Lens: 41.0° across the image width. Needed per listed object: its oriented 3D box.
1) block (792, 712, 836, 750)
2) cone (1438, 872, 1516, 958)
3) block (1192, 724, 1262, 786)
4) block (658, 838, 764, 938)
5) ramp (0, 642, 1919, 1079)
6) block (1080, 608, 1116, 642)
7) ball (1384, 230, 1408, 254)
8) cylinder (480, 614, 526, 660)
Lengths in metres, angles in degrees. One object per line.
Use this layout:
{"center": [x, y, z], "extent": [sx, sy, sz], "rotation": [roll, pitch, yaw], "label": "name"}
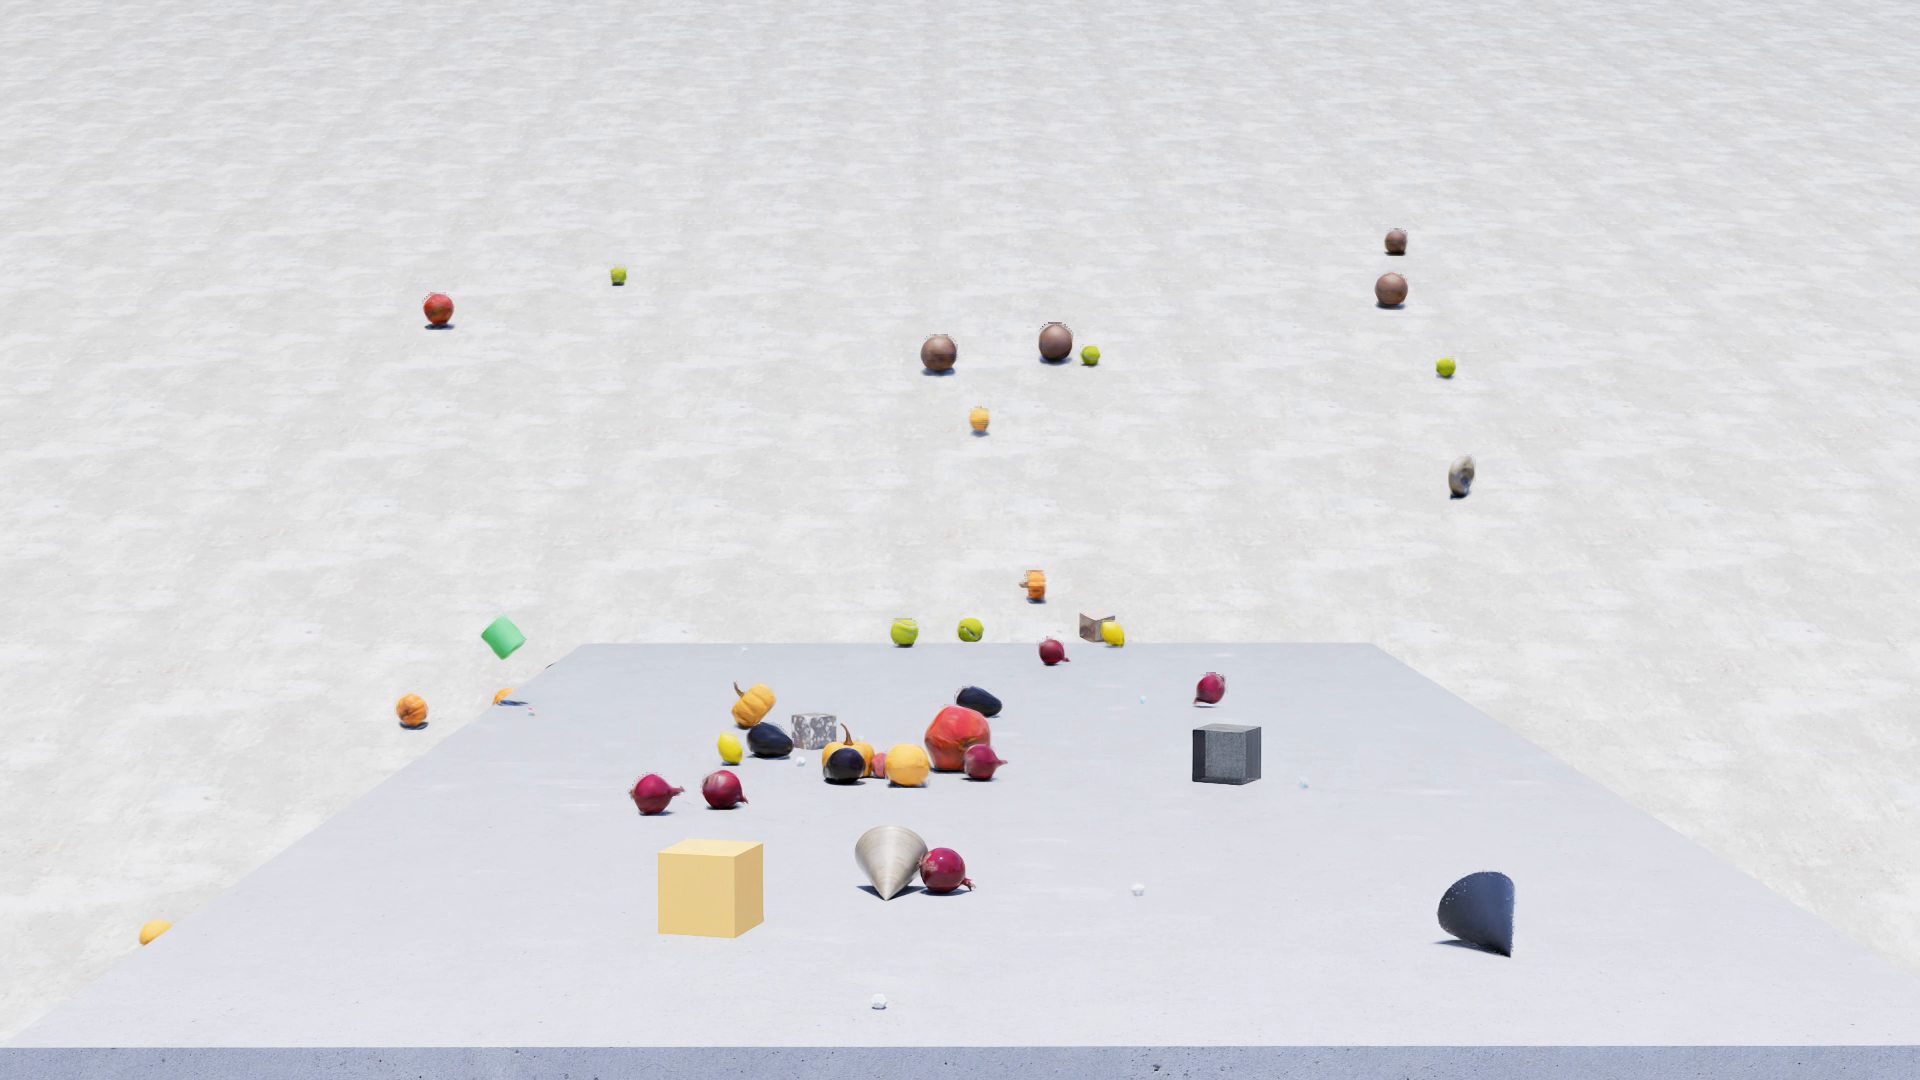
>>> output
{"center": [-0.264, 0.345, 4.636], "extent": [0.058, 0.058, 0.058], "rotation": [-3, 4, -40], "label": "block"}
{"center": [0.616, 0.451, 2.963], "extent": [0.098, 0.098, 0.098], "rotation": [-5, 31, -12], "label": "cone"}
{"center": [0.441, 0.354, 4.244], "extent": [0.087, 0.087, 0.087], "rotation": [2, 4, 28], "label": "block"}
{"center": [-0.299, 0.418, 3.087], "extent": [0.097, 0.097, 0.097], "rotation": [1, 4, 16], "label": "block"}
{"center": [0.048, 0.430, 4.533], "extent": [2.000, 0.100, 4.000], "rotation": [0, 3, 0], "label": "ramp"}
{"center": [0.363, 0.227, 6.797], "extent": [0.067, 0.067, 0.067], "rotation": [-14, 25, -34], "label": "block"}
{"center": [1.817, -1.241, 10.703], "extent": [0.097, 0.097, 0.097], "rotation": [0, 20, 0], "label": "ball"}
{"center": [-0.934, 0.199, 5.250], "extent": [0.066, 0.066, 0.066], "rotation": [48, 30, 2], "label": "cylinder"}
